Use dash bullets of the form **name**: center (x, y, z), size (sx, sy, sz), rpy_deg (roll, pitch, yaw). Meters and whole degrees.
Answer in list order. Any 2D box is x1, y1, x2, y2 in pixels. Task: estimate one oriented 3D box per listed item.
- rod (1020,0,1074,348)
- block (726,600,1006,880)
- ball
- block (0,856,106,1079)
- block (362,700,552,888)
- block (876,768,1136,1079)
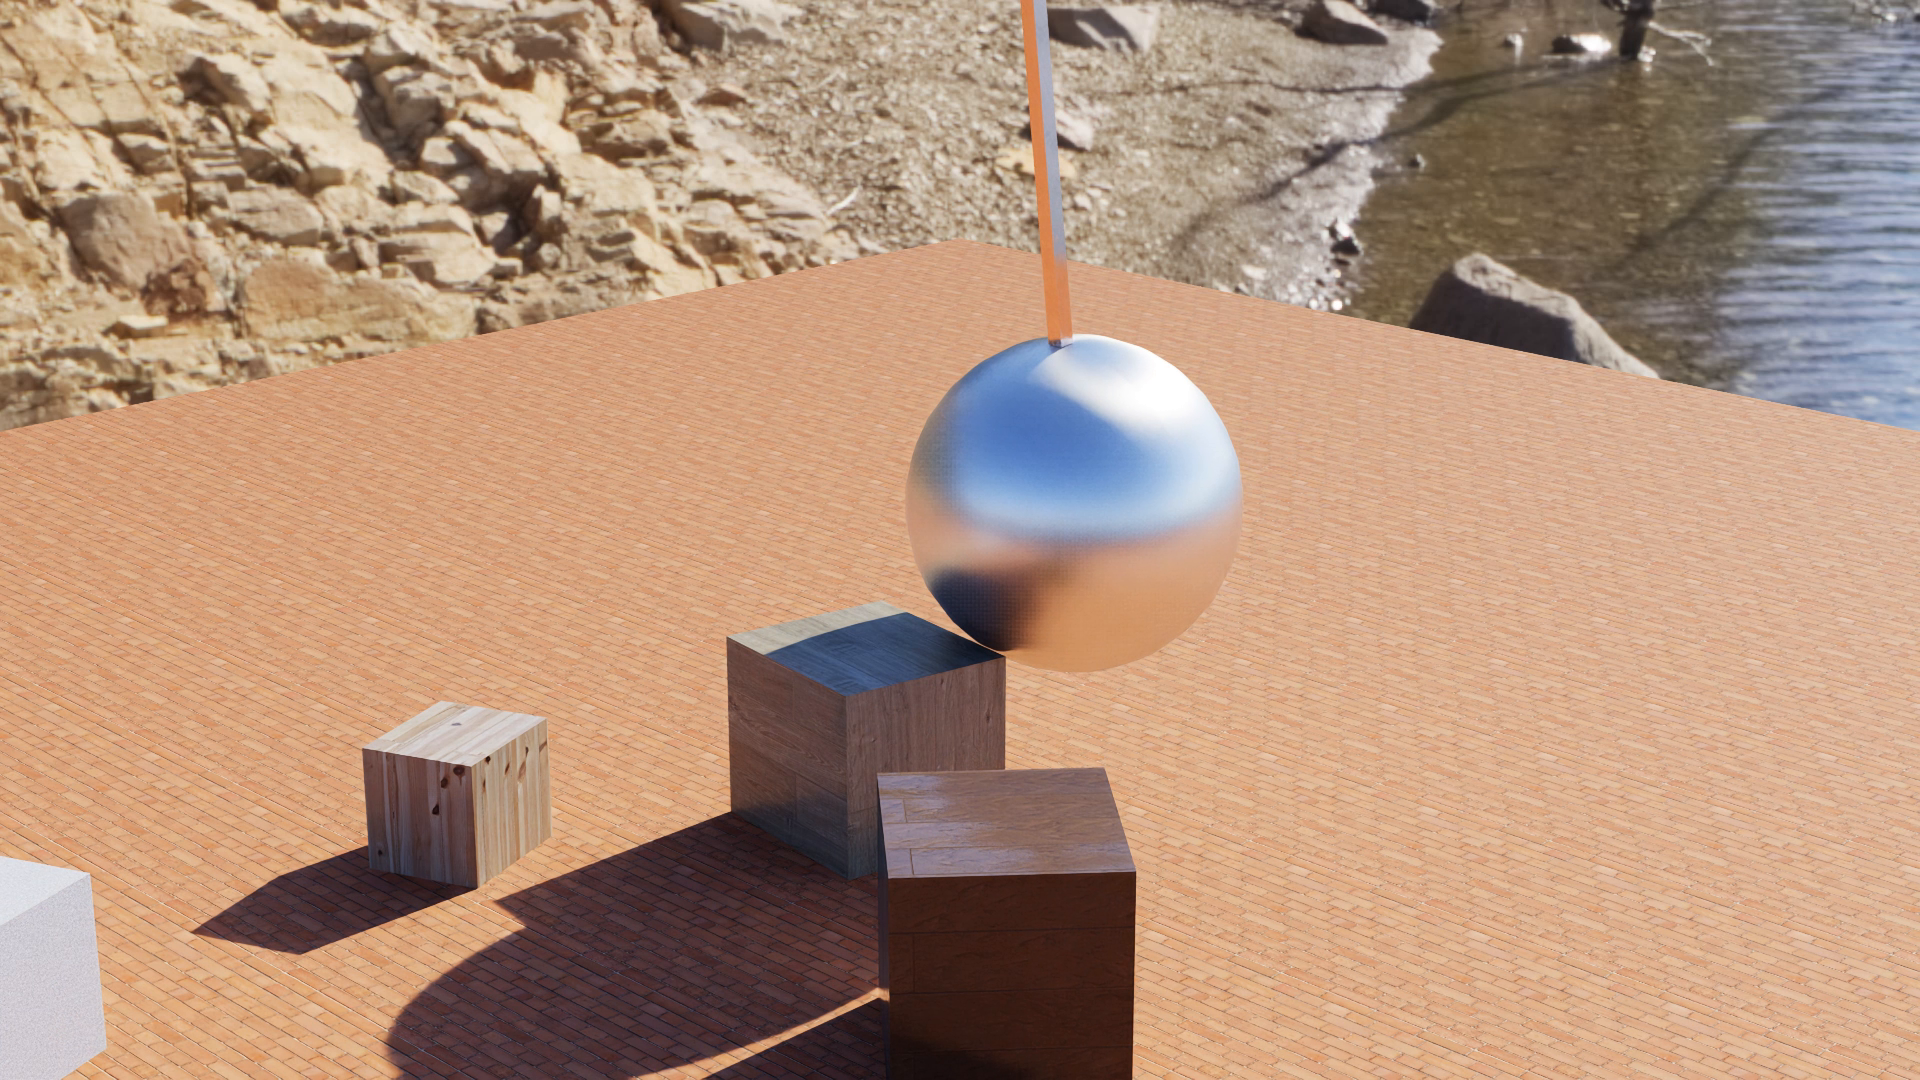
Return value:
- **rod**: center (0.233, -3.298, 12.550), size (0.080, 5.200, 0.080), rpy_deg (17, 31, 42)
- **block**: center (-0.448, 0.926, 13.905), size (0.897, 0.896, 1.012), rpy_deg (-12, 21, -34)
- **ball**: center (0.538, -0.172, 13.852), size (1.600, 1.600, 1.600), rpy_deg (0, 17, 0)
- **block**: center (-3.923, 1.757, 11.475), size (0.706, 0.767, 0.824), rpy_deg (7, 19, 21)
- **block**: center (-2.326, 1.173, 13.618), size (0.580, 0.596, 0.662), rpy_deg (7, 19, 22)
- **block**: center (0.162, 1.579, 11.639), size (0.933, 1.009, 1.052), rpy_deg (-1, 17, -4)
